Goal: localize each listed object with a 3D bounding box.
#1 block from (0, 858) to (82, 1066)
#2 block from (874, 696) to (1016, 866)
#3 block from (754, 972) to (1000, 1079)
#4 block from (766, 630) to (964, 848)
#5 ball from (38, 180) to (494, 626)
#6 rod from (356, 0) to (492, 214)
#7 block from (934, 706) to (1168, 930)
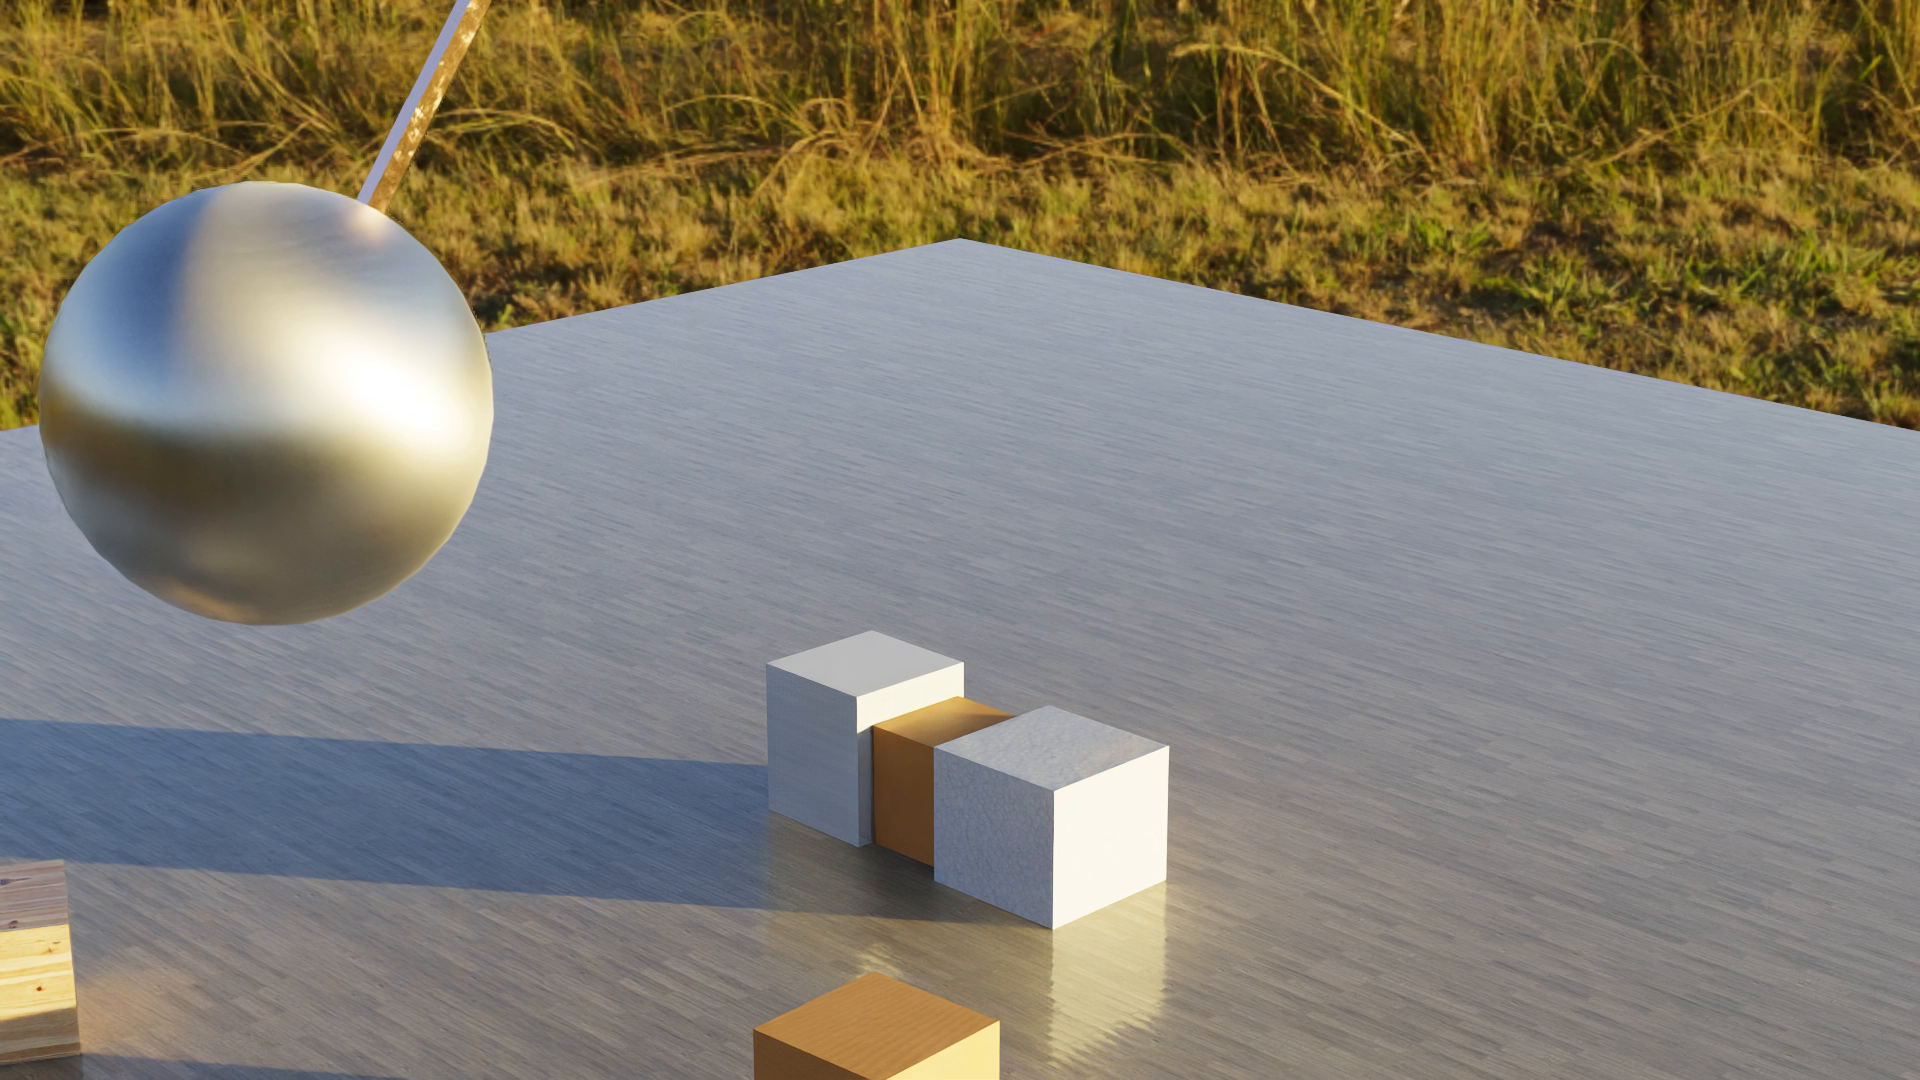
[{"bbox_3d":[-3.961,1.728,11.892,0.693,0.572,0.675,-5,18,-17],"label":"block"},{"bbox_3d":[-0.030,1.138,13.740,0.557,0.591,0.499,-17,24,-42],"label":"block"},{"bbox_3d":[-0.304,2.059,10.766,0.627,0.616,0.642,15,23,39],"label":"block"},{"bbox_3d":[-0.454,0.943,14.094,0.684,0.750,0.647,-16,24,-42],"label":"block"},{"bbox_3d":[-2.491,-0.490,10.577,1.600,1.600,1.600,0,17,0],"label":"ball"},{"bbox_3d":[-1.079,-3.538,11.098,0.080,5.200,0.080,17,-12,42],"label":"rod"},{"bbox_3d":[0.411,1.242,13.300,0.743,0.655,0.754,17,24,42],"label":"block"}]
